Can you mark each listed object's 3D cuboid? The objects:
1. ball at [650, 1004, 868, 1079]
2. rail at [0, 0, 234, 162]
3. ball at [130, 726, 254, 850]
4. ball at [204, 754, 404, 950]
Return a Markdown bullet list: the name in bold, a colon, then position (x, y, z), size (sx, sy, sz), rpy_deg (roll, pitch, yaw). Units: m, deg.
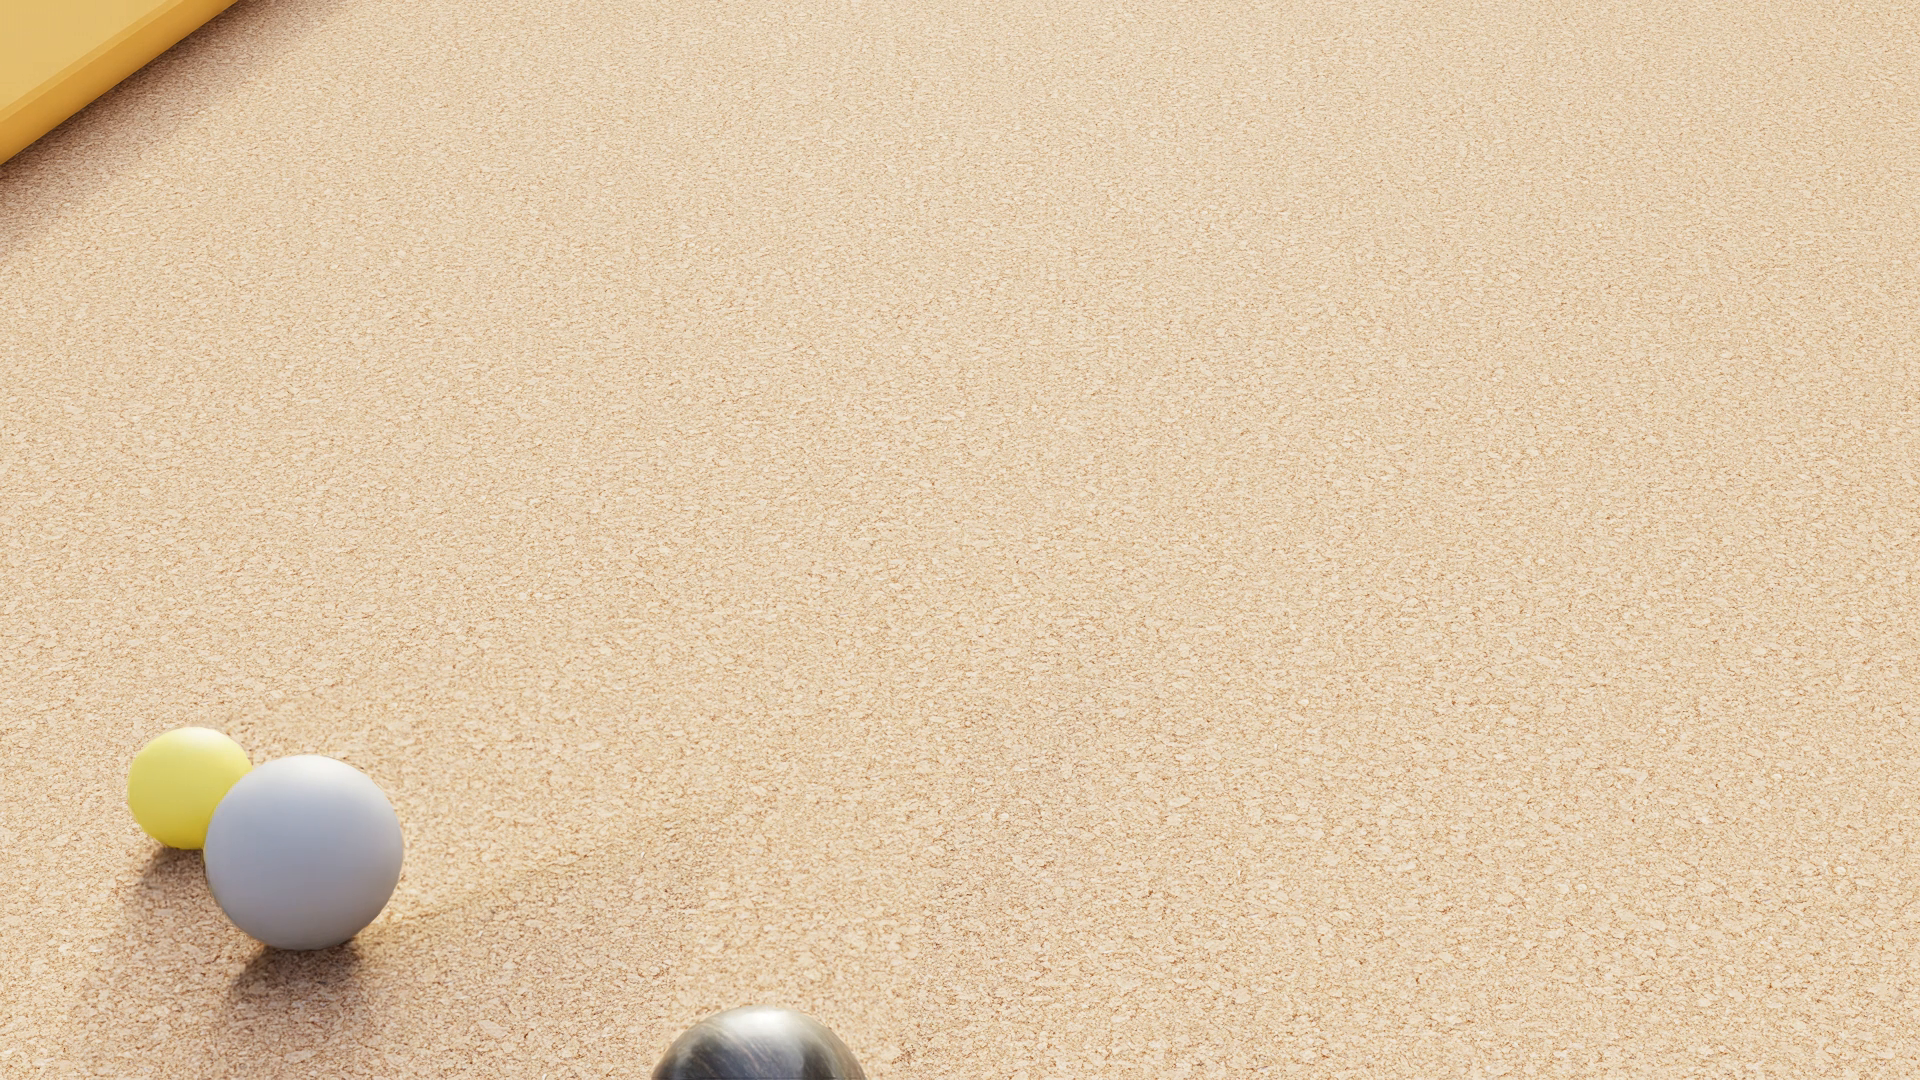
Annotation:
- **ball**: position (-0.085, 0.245, 1.236), size (0.098, 0.098, 0.098), rpy_deg (0, 28, 0)
- **rail**: position (-0.673, -0.517, 2.632), size (0.045, 0.128, 3.520), rpy_deg (6, 29, 11)
- **ball**: position (-0.390, 0.126, 1.497), size (0.062, 0.062, 0.062), rpy_deg (0, 28, 0)
- **ball**: position (-0.316, 0.151, 1.418), size (0.094, 0.094, 0.094), rpy_deg (0, 28, 0)
